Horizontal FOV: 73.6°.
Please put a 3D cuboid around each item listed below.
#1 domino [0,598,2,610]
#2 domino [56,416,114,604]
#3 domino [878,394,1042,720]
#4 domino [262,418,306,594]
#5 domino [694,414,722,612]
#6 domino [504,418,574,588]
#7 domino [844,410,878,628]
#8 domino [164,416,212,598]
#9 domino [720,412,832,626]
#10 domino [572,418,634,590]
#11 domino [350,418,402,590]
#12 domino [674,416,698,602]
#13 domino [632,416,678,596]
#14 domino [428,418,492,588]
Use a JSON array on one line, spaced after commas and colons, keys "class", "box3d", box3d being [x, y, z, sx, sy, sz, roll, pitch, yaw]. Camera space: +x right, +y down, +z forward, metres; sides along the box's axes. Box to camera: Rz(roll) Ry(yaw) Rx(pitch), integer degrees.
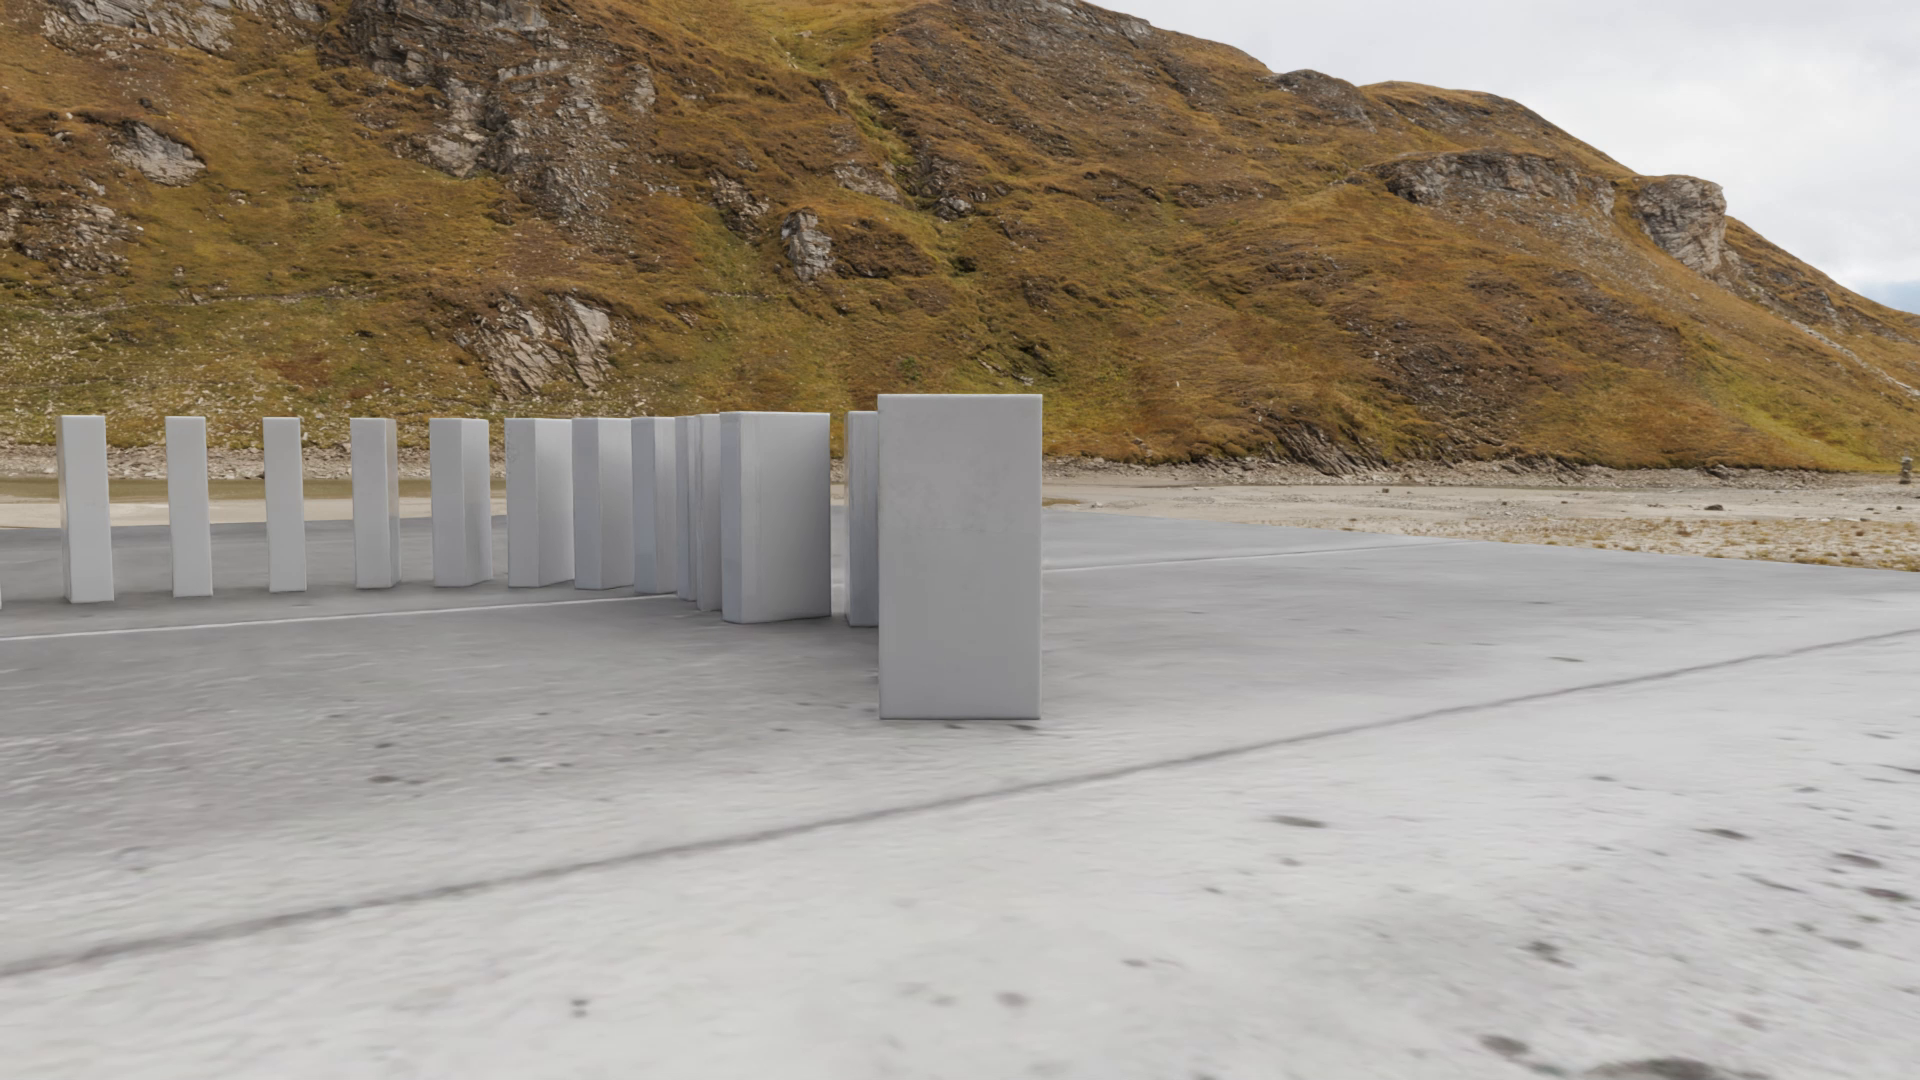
[{"class": "domino", "box3d": [-0.259, -0.008, 0.336, 0.010, 0.050, 0.025, -3, 6, -39]}, {"class": "domino", "box3d": [-0.240, -0.009, 0.351, 0.010, 0.050, 0.025, -3, 5, -38]}, {"class": "domino", "box3d": [0.000, 0.002, 0.201, 0.025, 0.050, 0.009, 0, 4, 0]}, {"class": "domino", "box3d": [-0.198, -0.011, 0.377, 0.010, 0.050, 0.025, -2, 5, -27]}, {"class": "domino", "box3d": [-0.055, -0.007, 0.333, 0.025, 0.050, 0.009, -2, 5, -21]}, {"class": "domino", "box3d": [-0.127, -0.012, 0.390, 0.010, 0.050, 0.025, 1, 4, 8]}, {"class": "domino", "box3d": [-0.023, -0.006, 0.309, 0.009, 0.050, 0.025, -1, 4, -8]}, {"class": "domino", "box3d": [-0.220, -0.010, 0.365, 0.009, 0.050, 0.025, -3, 5, -32]}, {"class": "domino", "box3d": [-0.044, -0.006, 0.311, 0.025, 0.050, 0.010, -4, 6, -39]}, {"class": "domino", "box3d": [-0.104, -0.011, 0.384, 0.010, 0.050, 0.025, 2, 5, 22]}, {"class": "domino", "box3d": [-0.176, -0.011, 0.387, 0.009, 0.050, 0.025, -1, 4, -17]}, {"class": "domino", "box3d": [-0.065, -0.009, 0.355, 0.025, 0.050, 0.010, -3, 5, -31]}, {"class": "domino", "box3d": [-0.082, -0.010, 0.372, 0.010, 0.050, 0.025, 3, 5, 35]}, {"class": "domino", "box3d": [-0.152, -0.012, 0.391, 0.010, 0.050, 0.025, 0, 4, -3]}]
